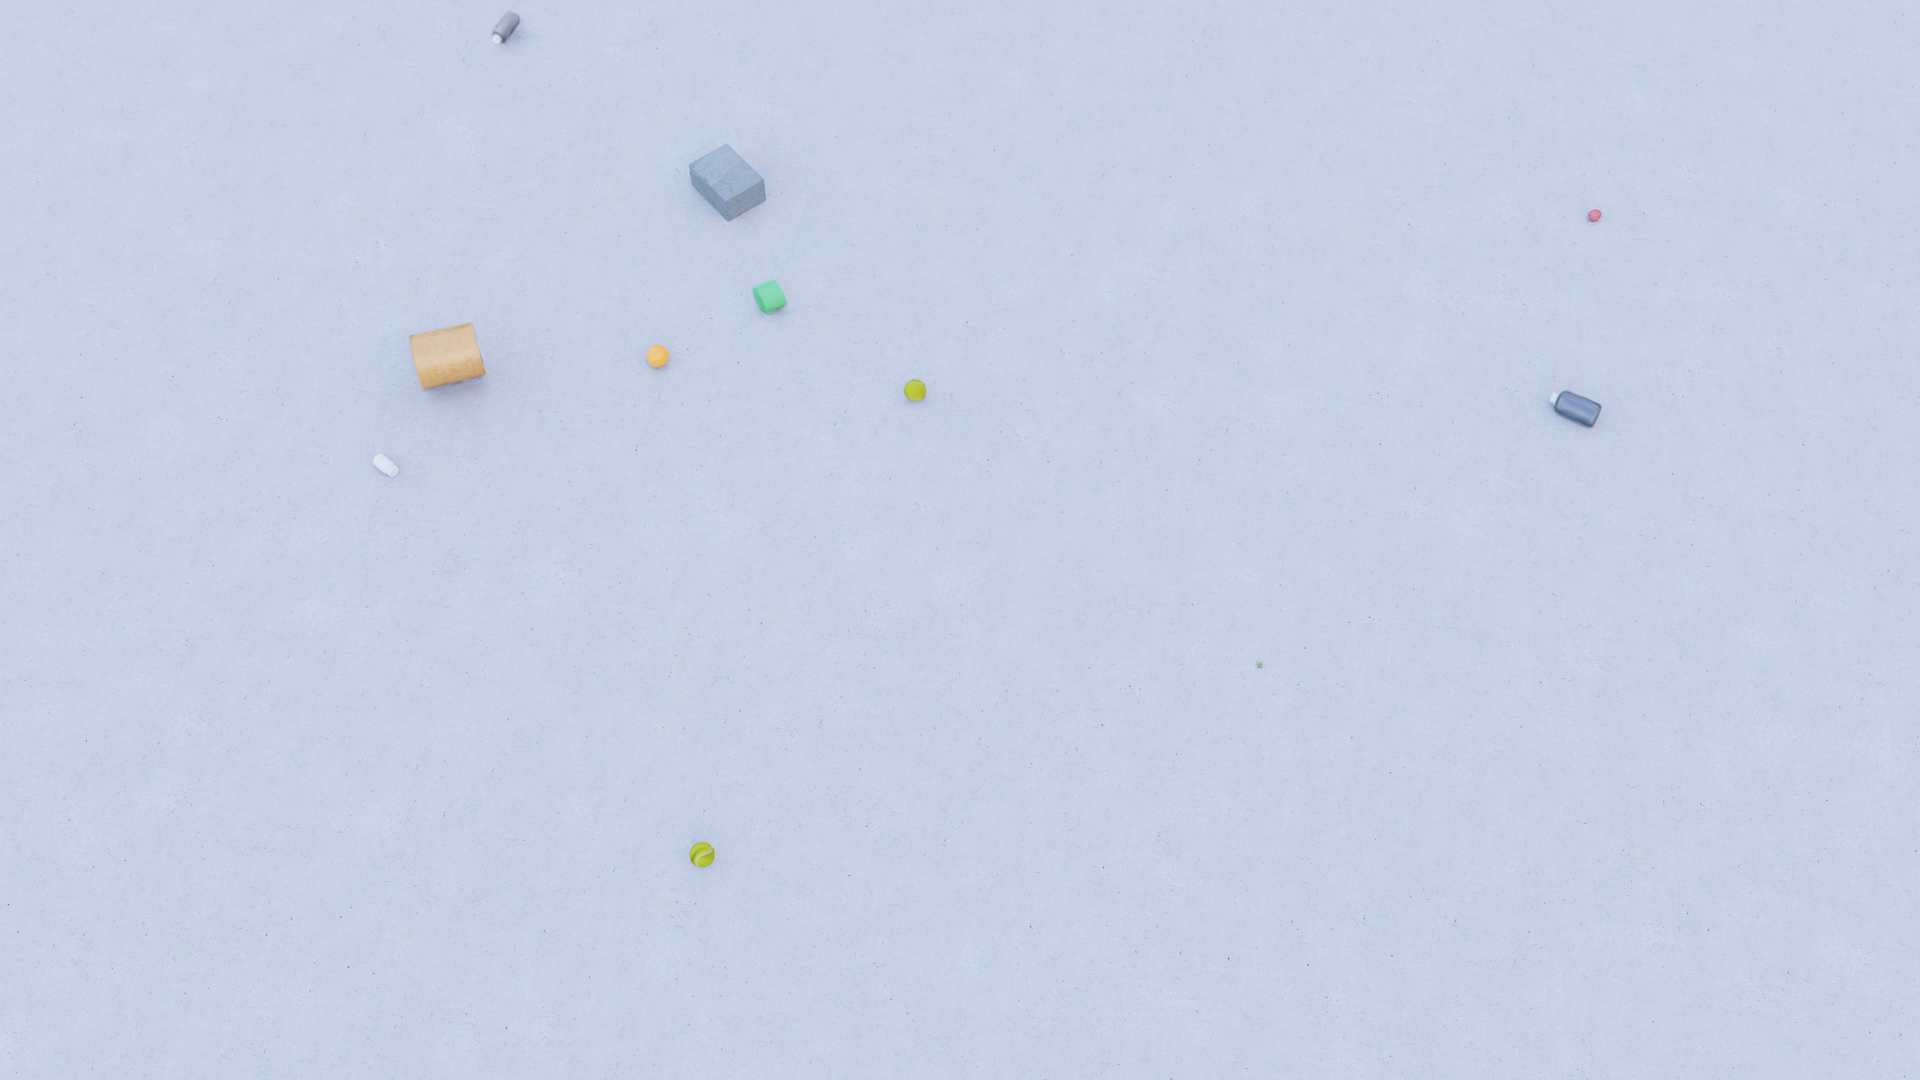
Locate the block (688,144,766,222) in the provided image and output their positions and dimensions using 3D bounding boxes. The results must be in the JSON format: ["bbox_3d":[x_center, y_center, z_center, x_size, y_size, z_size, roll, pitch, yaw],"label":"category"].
[{"bbox_3d":[-0.773,-1.189,7.311,0.155,0.100,0.211,-34,62,-20],"label":"block"}]

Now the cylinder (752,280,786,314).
[{"bbox_3d":[-0.610,-0.780,7.054,0.073,0.070,0.096,-25,69,-16],"label":"cylinder"}]

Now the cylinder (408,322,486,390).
[{"bbox_3d":[-1.597,-0.574,6.855,0.198,0.173,0.172,-14,48,-9],"label":"cylinder"}]
